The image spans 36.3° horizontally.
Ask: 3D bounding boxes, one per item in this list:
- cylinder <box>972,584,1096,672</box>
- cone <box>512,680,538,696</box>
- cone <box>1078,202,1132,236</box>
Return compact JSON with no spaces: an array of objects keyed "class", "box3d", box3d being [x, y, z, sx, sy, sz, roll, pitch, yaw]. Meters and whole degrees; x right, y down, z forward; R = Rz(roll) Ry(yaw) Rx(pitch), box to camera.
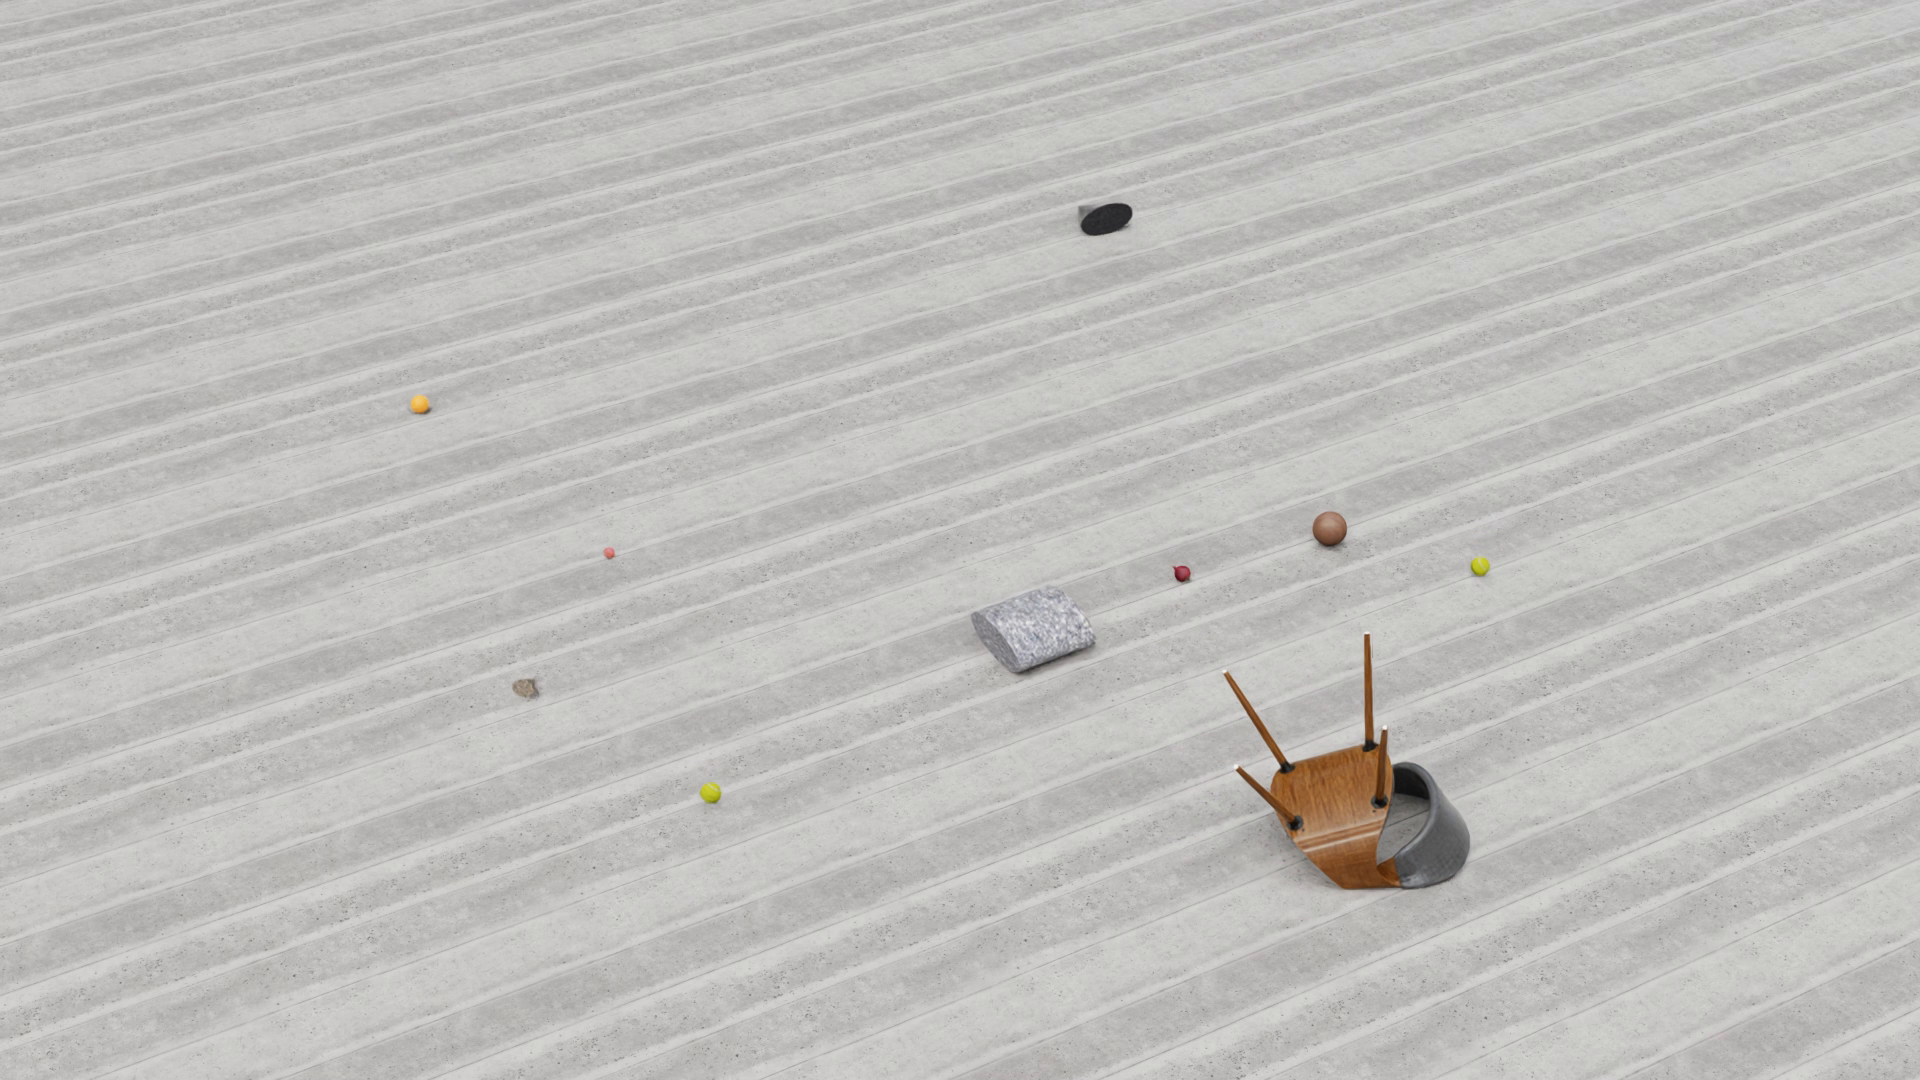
[{"class":"cylinder","box3d":[0.259,0.310,10.350,0.322,0.130,0.319,-19,46,-27]},{"class":"cone","box3d":[-1.489,0.500,10.160,0.085,0.061,0.103,5,16,20]},{"class":"cone","box3d":[0.593,-1.468,13.111,0.258,0.134,0.303,-19,25,-17]}]
